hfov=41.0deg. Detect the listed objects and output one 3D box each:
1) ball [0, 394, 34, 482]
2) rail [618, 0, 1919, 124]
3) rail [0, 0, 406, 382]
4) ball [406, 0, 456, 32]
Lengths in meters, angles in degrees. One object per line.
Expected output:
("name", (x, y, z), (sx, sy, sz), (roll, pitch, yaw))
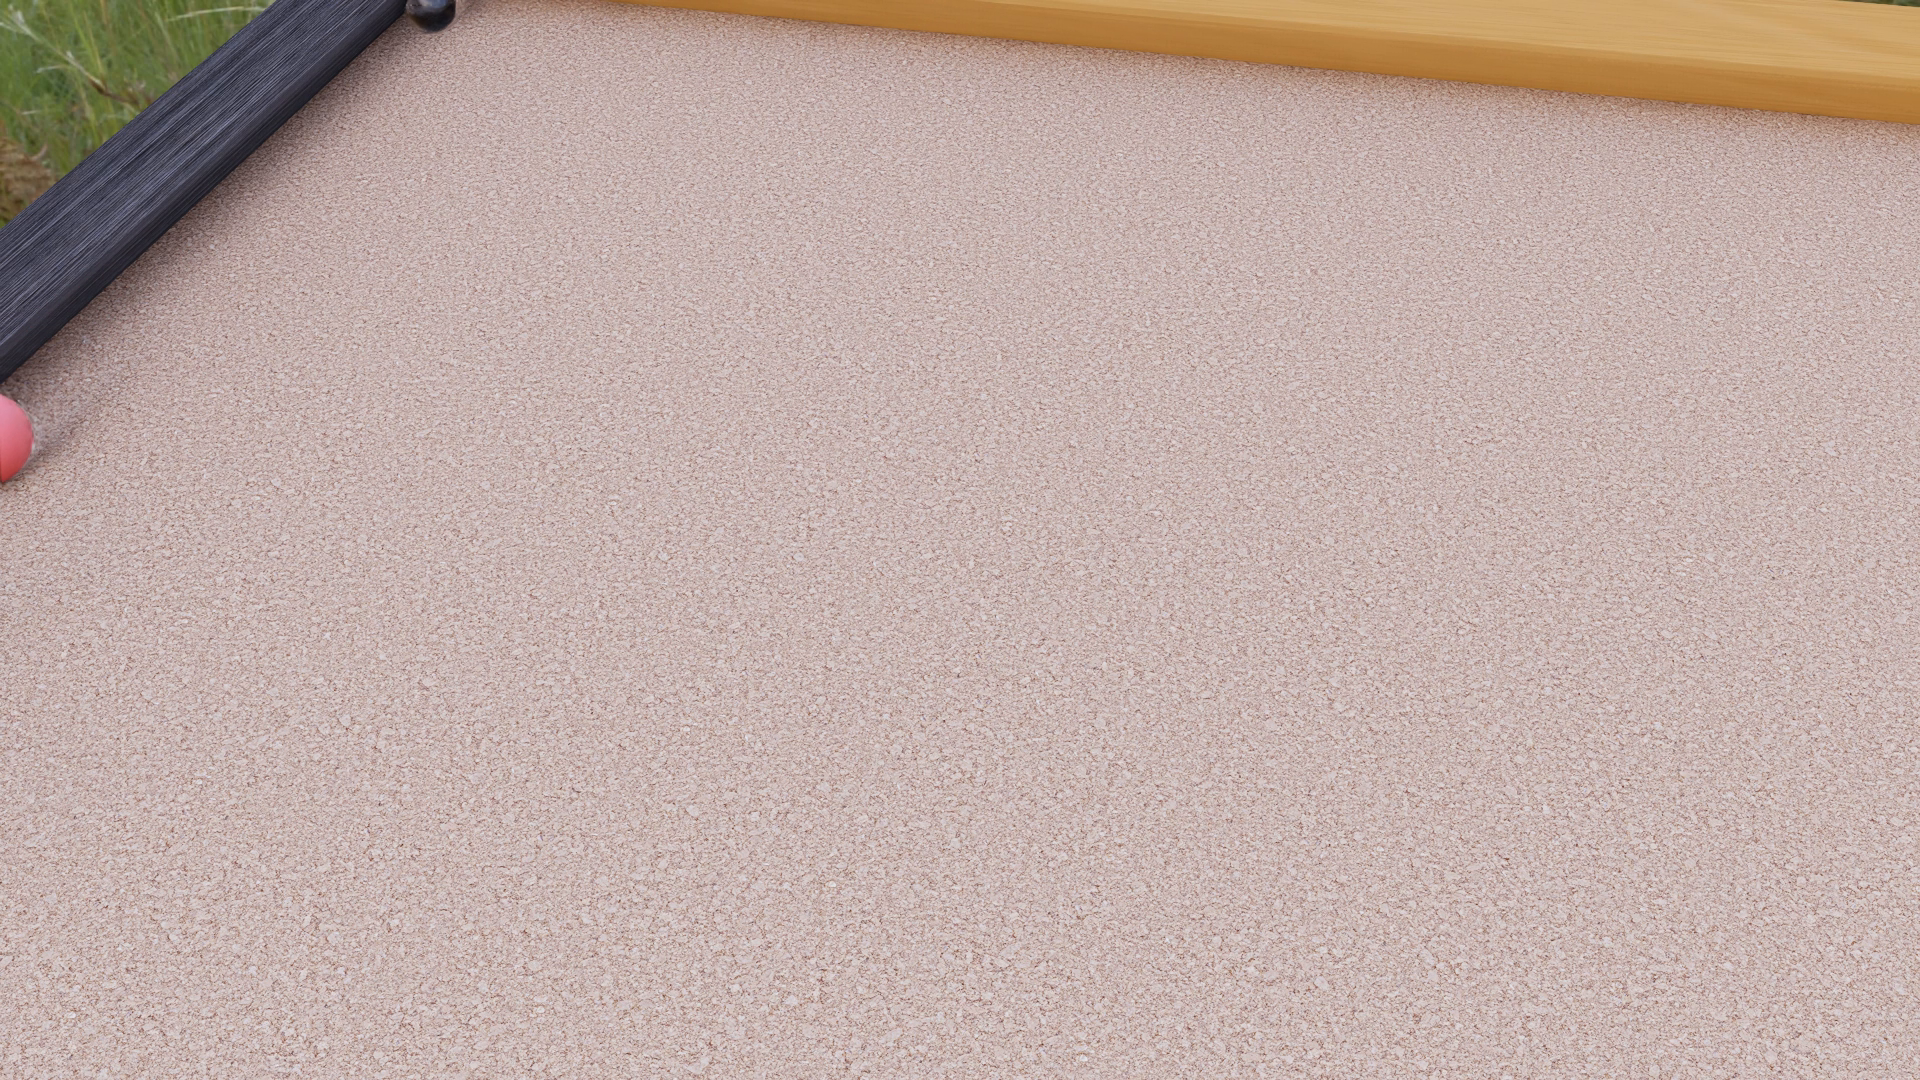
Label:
("ball", (-0.809, -0.084, 2.125), (0.079, 0.079, 0.079), (0, 34, 0))
("rail", (1.120, -0.470, 2.656), (3.607, 0.127, 0.045), (8, 35, 11))
("rail", (-0.854, -0.134, 2.153), (0.045, 0.127, 2.142), (8, 35, 11))
("ball", (-0.603, -0.607, 2.926), (0.056, 0.056, 0.056), (0, 34, 0))
